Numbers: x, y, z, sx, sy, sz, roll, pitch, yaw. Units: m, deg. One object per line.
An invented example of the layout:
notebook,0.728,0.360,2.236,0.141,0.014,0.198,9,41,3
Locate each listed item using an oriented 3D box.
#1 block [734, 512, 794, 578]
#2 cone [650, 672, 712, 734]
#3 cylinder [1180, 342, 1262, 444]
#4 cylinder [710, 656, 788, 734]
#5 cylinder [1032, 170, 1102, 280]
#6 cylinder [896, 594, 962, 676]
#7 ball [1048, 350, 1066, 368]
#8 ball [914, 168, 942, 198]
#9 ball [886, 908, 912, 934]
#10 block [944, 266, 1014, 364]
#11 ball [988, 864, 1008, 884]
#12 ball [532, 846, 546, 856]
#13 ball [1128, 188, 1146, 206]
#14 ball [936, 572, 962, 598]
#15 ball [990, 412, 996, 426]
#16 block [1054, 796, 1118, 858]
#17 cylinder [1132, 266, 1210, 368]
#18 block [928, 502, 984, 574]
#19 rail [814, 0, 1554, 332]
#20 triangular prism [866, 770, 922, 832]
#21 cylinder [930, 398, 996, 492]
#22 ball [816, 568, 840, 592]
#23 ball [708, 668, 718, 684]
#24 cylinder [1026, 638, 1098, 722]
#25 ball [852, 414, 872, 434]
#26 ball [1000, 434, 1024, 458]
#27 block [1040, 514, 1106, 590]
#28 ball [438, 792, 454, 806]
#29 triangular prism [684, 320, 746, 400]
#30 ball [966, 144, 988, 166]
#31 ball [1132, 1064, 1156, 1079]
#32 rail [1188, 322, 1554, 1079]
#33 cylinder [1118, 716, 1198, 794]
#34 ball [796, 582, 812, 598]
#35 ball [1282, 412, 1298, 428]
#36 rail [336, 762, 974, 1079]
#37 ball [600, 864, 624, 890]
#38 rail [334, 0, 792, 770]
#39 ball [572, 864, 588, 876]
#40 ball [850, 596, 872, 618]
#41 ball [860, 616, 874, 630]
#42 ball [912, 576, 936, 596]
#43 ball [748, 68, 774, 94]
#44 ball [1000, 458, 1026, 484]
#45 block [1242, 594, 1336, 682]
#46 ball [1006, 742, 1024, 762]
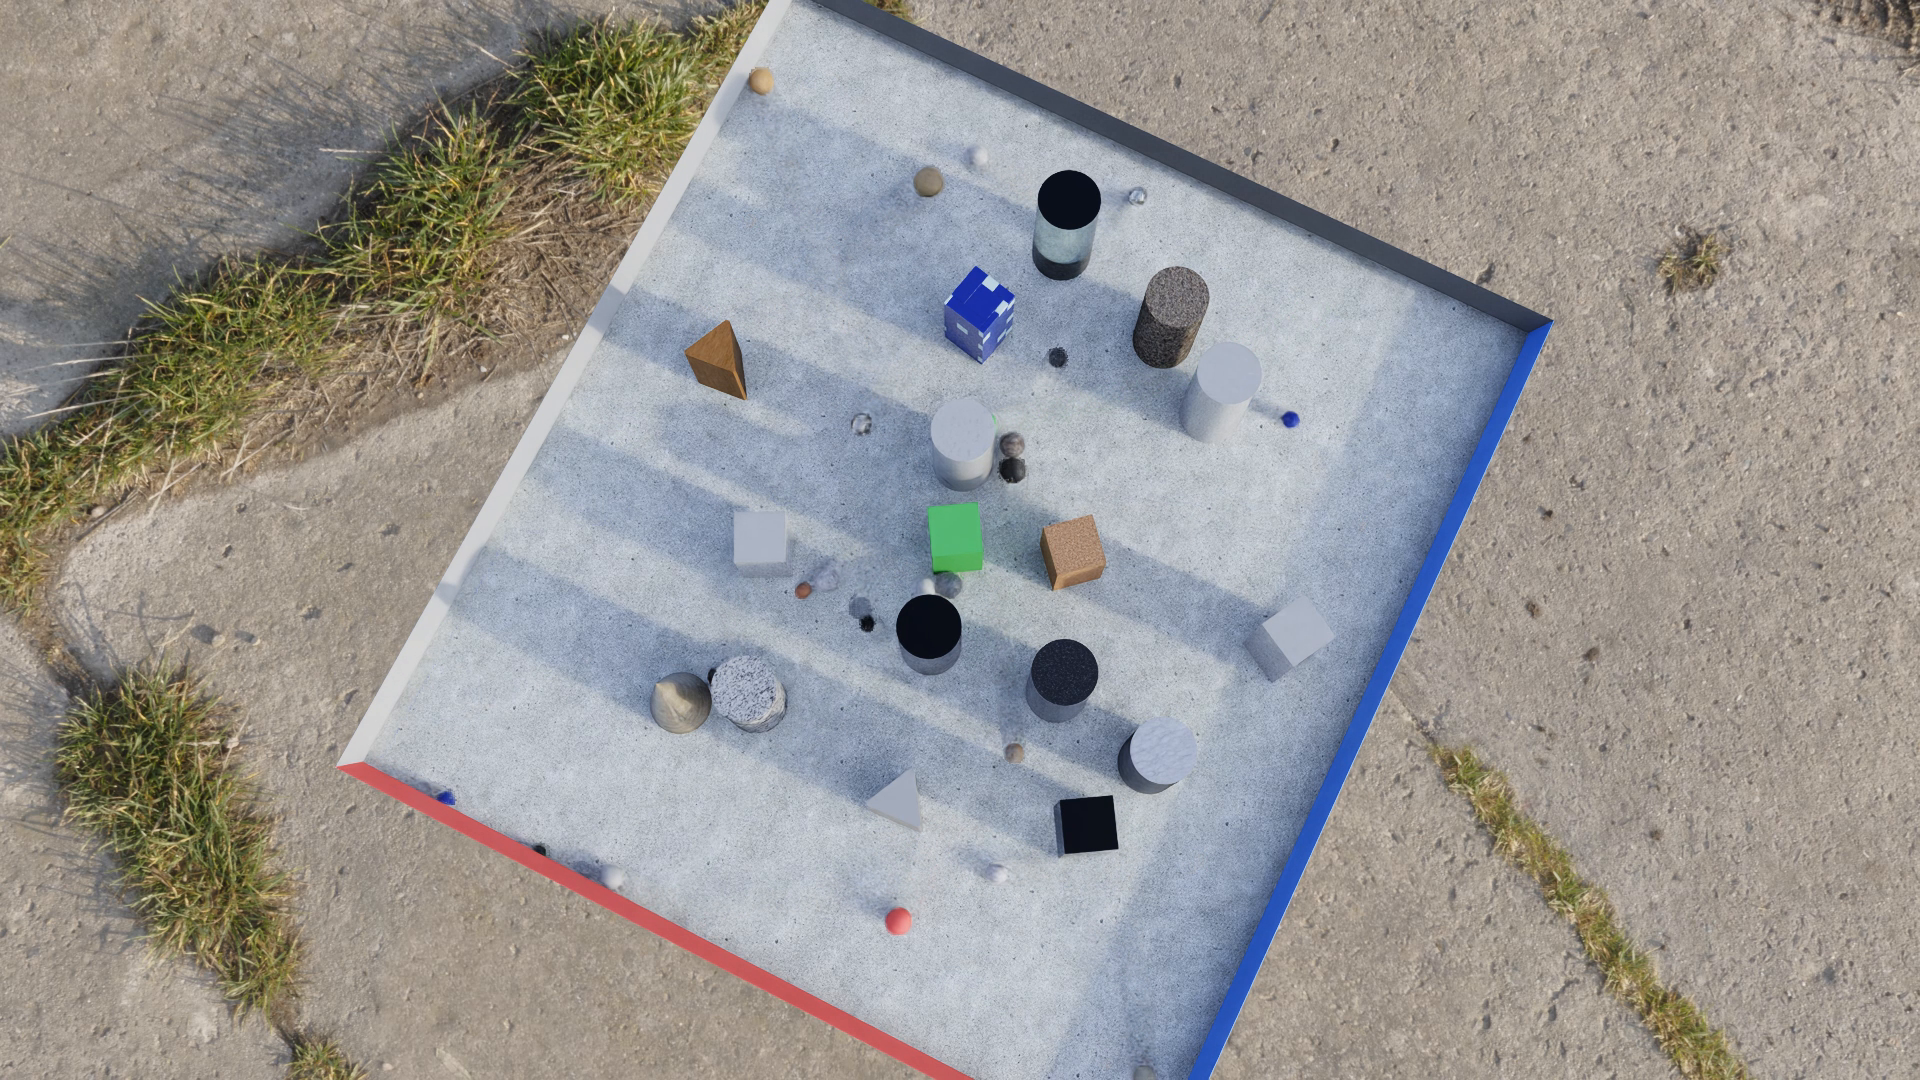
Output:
block,-0.586,0.016,5.484,0.150,0.254,0.150,-1,78,0
cone,-0.840,0.443,5.287,0.187,0.466,0.187,0,78,0
cylinder,0.774,-0.435,5.482,0.187,0.440,0.187,0,78,0
cylinder,-0.611,0.454,5.347,0.187,0.344,0.187,0,78,0
cylinder,0.321,-0.954,5.591,0.187,0.436,0.187,0,78,0
cylinder,-0.088,0.282,5.378,0.187,0.353,0.187,0,78,0
ball,0.304,-0.566,5.705,0.055,0.055,0.055,0,78,0
ball,-0.101,-1.132,5.803,0.094,0.094,0.094,0,78,0
ball,-0.178,1.112,5.347,0.077,0.077,0.077,0,78,0
block,0.058,-0.682,5.593,0.150,0.322,0.150,38,81,7
ball,0.111,0.981,5.383,0.060,0.060,0.060,0,78,0
ball,-1.242,0.920,5.405,0.041,0.041,0.041,0,78,0
ball,0.564,-1.088,5.812,0.057,0.057,0.057,0,78,0
ball,-0.033,0.137,5.547,0.080,0.080,0.080,0,78,0
ball,0.074,-0.362,5.653,0.074,0.074,0.074,0,78,0
block,0.358,0.826,5.263,0.150,0.358,0.150,-5,78,-1
cylinder,0.634,-0.668,5.544,0.187,0.413,0.187,0,78,0
block,-0.014,-0.002,5.474,0.150,0.279,0.150,-6,78,-1
rail,0.628,-1.224,5.806,2.658,0.121,0.045,26,80,5
triangular prism,-0.161,0.738,5.288,0.162,0.345,0.140,22,79,4
cylinder,0.009,-0.279,5.477,0.187,0.386,0.187,0,78,0
ball,-0.402,0.119,5.555,0.073,0.073,0.073,0,78,0
ball,-0.735,0.410,5.506,0.049,0.049,0.049,0,78,0
cylinder,0.291,0.412,5.300,0.187,0.453,0.187,0,78,0
ball,-0.303,-0.358,5.657,0.066,0.066,0.066,0,78,0
ball,0.161,-0.289,5.637,0.076,0.076,0.076,0,78,0
block,0.336,0.039,5.478,0.150,0.254,0.150,-15,79,-3
ball,-1.523,0.768,5.434,0.047,0.047,0.047,0,78,0
triangular prism,-0.715,-0.560,5.578,0.162,0.301,0.140,21,79,4
ball,0.054,-1.224,5.834,0.069,0.069,0.069,0,78,0
ball,0.530,1.542,5.263,0.068,0.068,0.068,0,78,0
rail,1.167,0.578,5.434,0.045,0.121,2.857,26,80,5
cylinder,0.564,0.624,5.274,0.187,0.418,0.187,0,78,0
ball,-0.473,0.151,5.561,0.047,0.047,0.047,0,78,0
ball,1.022,-0.373,5.667,0.051,0.051,0.051,0,78,0
rail,-0.628,1.237,5.298,2.658,0.121,0.045,26,80,5
ball,-1.022,0.989,5.375,0.072,0.072,0.072,0,78,0
rail,-1.167,-0.565,5.670,0.045,0.121,2.857,26,80,5
ball,-1.121,0.975,5.391,0.047,0.047,0.047,0,78,0
ball,-0.300,0.203,5.543,0.062,0.062,0.062,0,78,0
ball,-0.279,0.252,5.542,0.044,0.044,0.044,0,78,0
ball,-0.109,0.147,5.549,0.073,0.073,0.073,0,78,0
ball,-0.637,-1.470,5.879,0.081,0.081,0.081,0,78,0
ball,0.162,-0.212,5.620,0.079,0.079,0.079,0,78,0
block,0.959,0.294,5.368,0.150,0.368,0.150,-34,80,-7
ball,0.163,0.631,5.457,0.056,0.056,0.056,0,78,0
